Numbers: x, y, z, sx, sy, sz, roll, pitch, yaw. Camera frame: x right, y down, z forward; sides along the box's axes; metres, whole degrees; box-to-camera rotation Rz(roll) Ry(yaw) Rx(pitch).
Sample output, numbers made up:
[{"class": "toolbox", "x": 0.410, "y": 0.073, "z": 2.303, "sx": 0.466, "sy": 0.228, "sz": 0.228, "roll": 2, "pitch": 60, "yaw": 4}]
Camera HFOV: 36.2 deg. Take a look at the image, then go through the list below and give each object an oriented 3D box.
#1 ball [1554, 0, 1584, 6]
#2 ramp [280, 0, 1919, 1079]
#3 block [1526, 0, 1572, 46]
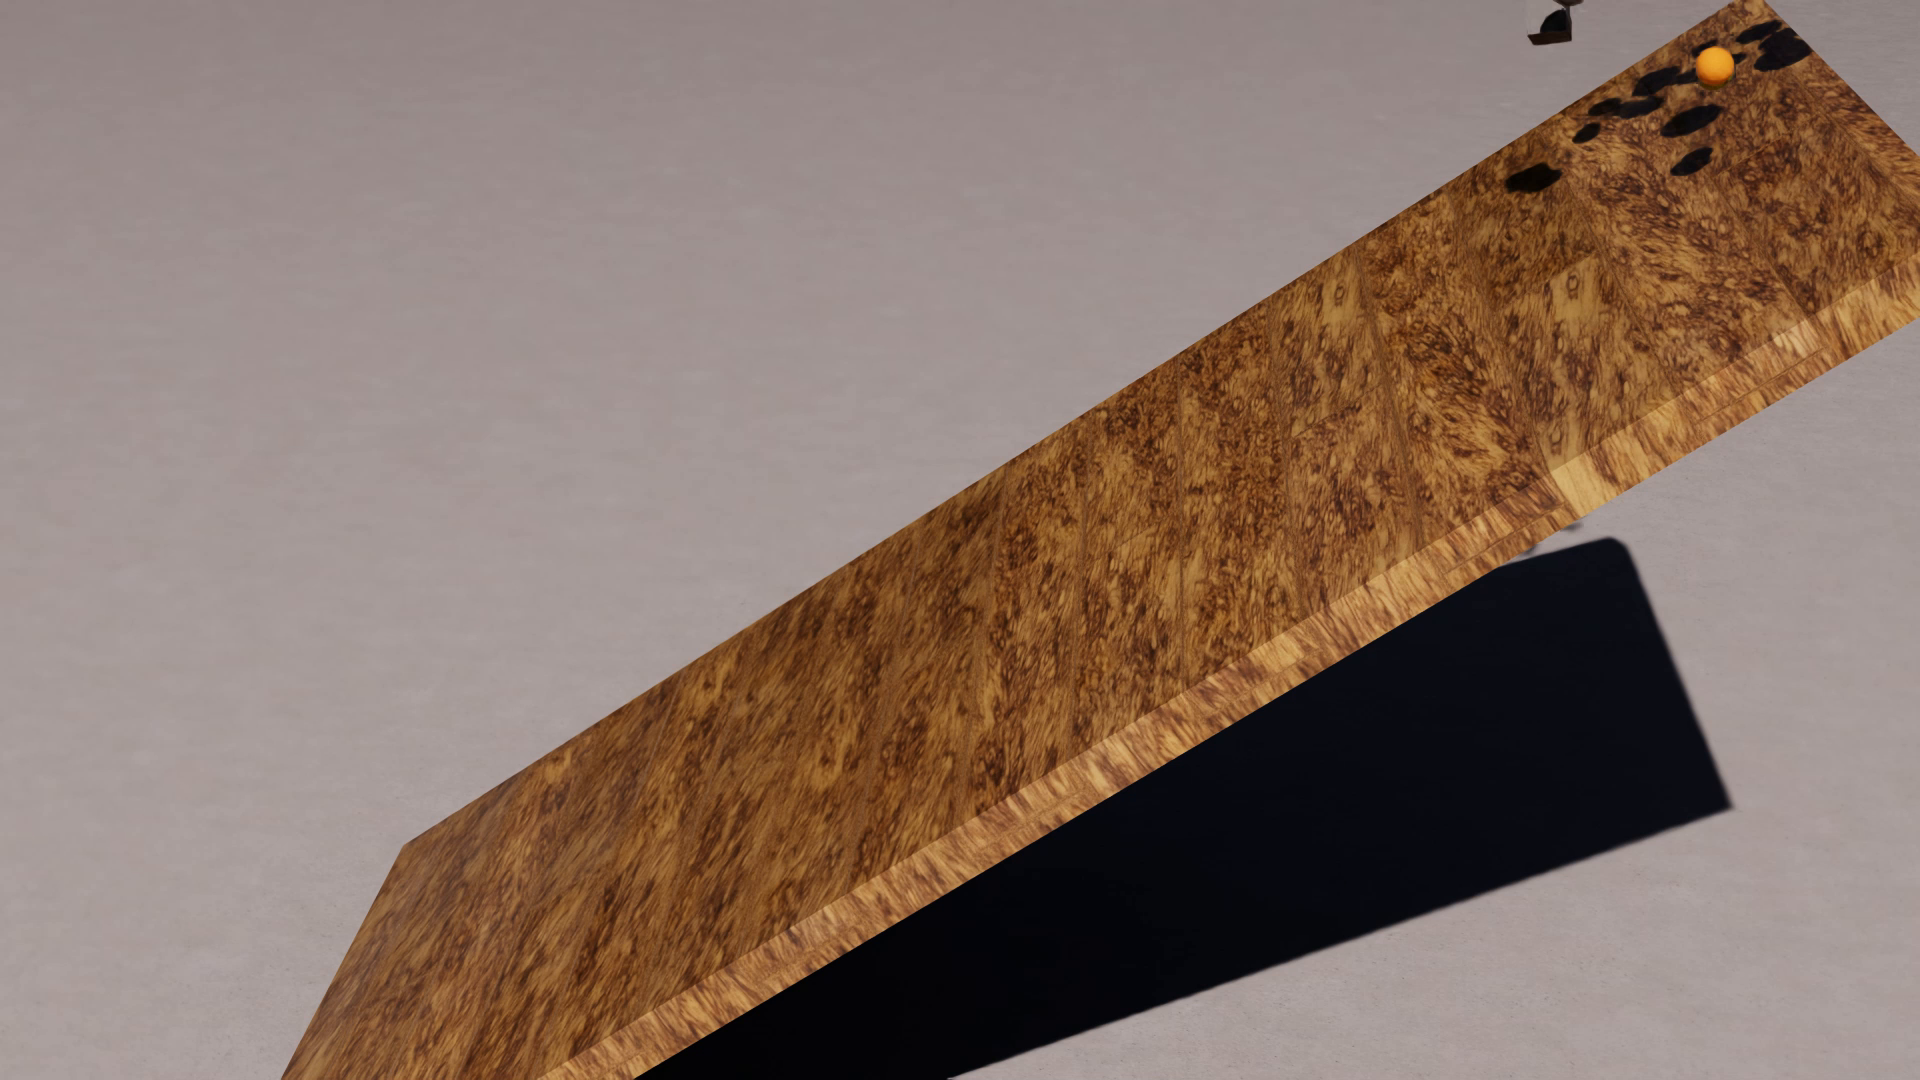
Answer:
[{"class": "ball", "x": 1.181, "y": -1.078, "z": 5.696, "sx": 0.088, "sy": 0.088, "sz": 0.088, "roll": 0, "pitch": 21, "yaw": 0}, {"class": "ramp", "x": 0.136, "y": 0.173, "z": 6.305, "sx": 4.000, "sy": 0.100, "sz": 2.000, "roll": -32, "pitch": 16, "yaw": 15}, {"class": "block", "x": 1.185, "y": -1.047, "z": 5.919, "sx": 0.076, "sy": 0.076, "sz": 0.076, "roll": -4, "pitch": -8, "yaw": 20}]
